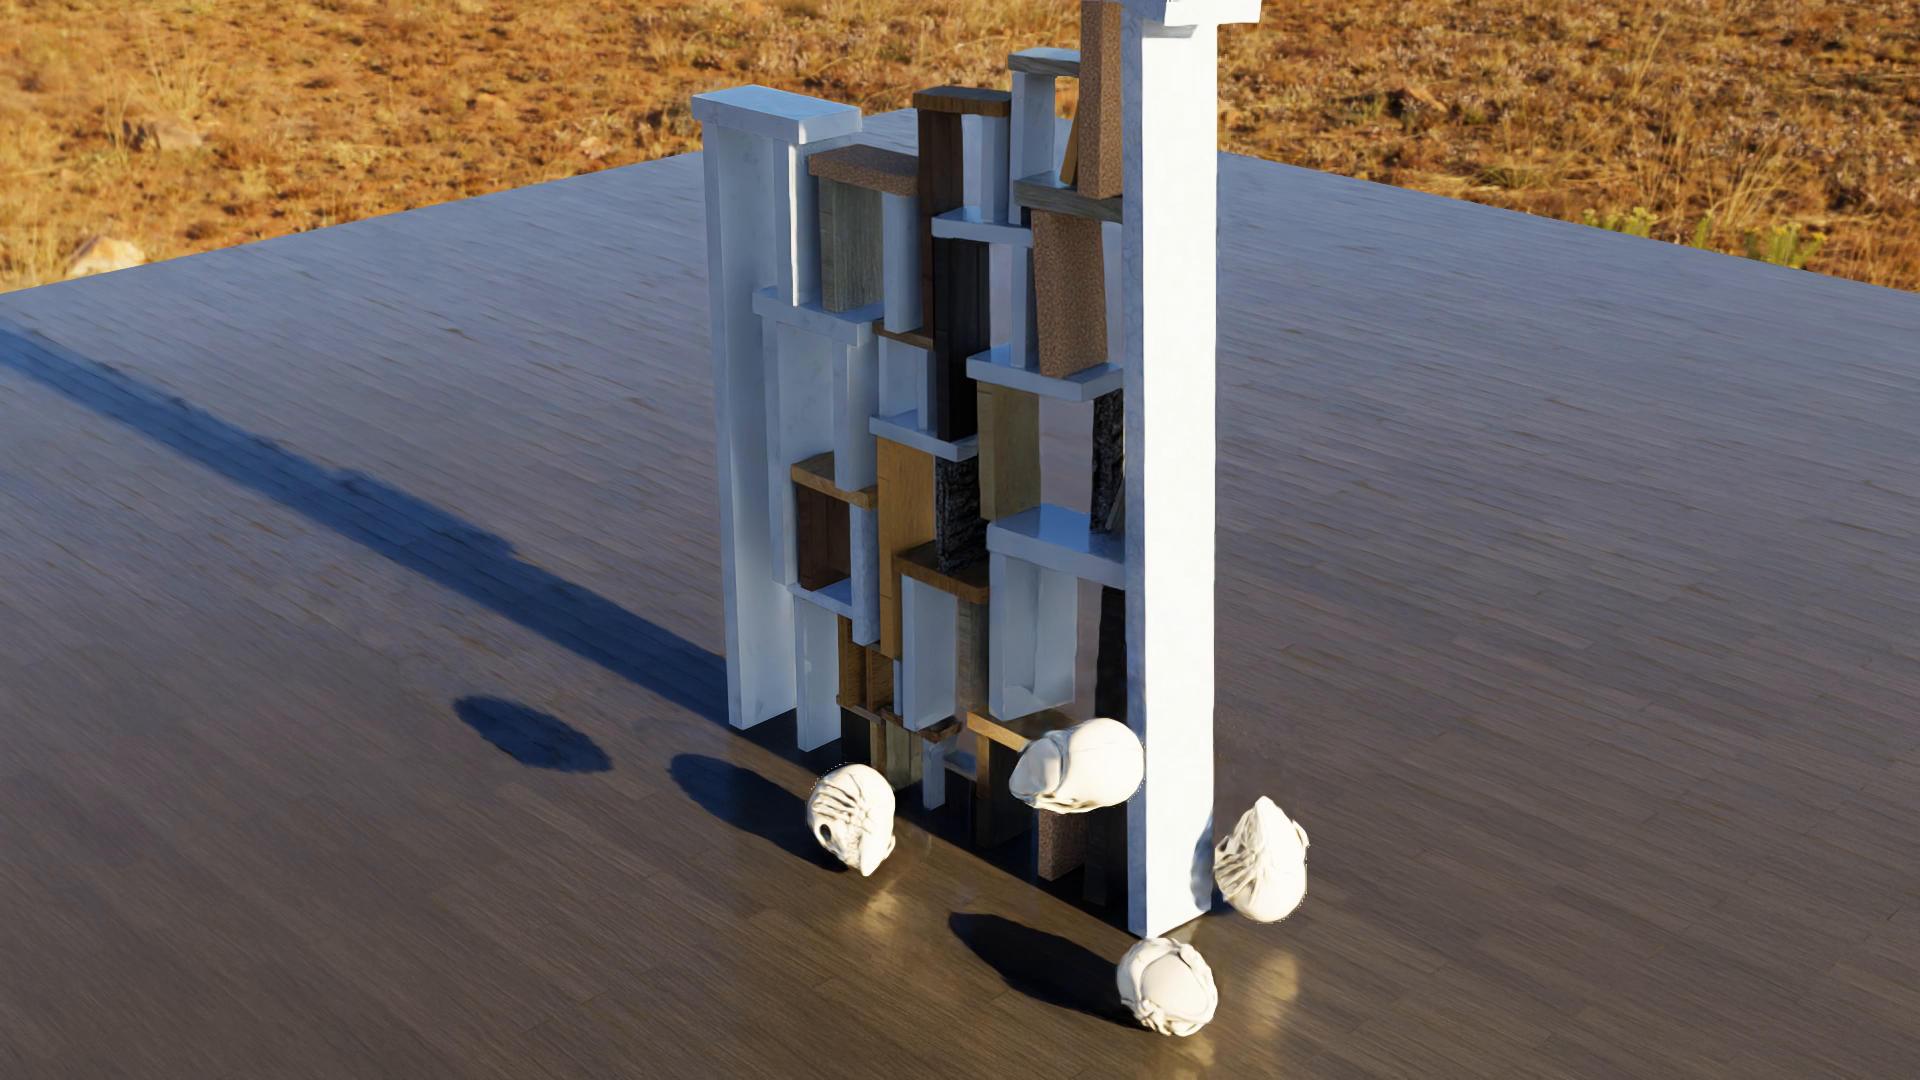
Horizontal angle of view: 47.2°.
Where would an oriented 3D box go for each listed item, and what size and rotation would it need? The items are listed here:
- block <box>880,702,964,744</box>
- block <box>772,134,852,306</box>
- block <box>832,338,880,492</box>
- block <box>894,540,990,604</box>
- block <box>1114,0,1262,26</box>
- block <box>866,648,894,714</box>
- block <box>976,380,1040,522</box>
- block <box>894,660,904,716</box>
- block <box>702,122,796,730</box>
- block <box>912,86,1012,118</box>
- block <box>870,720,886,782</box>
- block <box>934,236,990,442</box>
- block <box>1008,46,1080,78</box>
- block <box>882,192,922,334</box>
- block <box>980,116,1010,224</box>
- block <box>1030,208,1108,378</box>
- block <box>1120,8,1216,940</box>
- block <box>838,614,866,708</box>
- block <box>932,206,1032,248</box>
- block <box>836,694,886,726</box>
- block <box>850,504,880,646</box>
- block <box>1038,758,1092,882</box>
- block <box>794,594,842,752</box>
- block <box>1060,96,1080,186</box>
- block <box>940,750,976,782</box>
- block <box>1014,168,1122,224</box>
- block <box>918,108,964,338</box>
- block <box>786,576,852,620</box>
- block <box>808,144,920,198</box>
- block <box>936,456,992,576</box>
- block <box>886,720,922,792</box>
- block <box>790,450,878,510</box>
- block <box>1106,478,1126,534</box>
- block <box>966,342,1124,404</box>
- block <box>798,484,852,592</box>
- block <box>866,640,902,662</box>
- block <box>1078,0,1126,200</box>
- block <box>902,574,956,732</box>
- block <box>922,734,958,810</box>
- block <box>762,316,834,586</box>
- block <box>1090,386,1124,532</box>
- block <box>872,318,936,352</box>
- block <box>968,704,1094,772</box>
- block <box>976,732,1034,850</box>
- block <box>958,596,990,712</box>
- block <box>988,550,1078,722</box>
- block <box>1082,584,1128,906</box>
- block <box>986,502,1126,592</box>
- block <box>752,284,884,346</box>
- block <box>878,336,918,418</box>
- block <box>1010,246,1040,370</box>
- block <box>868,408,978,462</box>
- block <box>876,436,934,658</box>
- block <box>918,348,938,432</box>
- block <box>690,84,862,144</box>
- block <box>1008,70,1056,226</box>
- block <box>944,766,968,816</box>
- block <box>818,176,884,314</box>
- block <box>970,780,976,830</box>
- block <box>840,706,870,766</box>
[{"bbox_3d":[-0.078,0.364,4.468,0.158,0.022,0.079,21,31,41],"label":"block"},{"bbox_3d":[-0.282,-0.628,4.257,0.045,0.319,0.160,21,31,41],"label":"block"},{"bbox_3d":[-0.176,-0.260,4.302,0.153,0.307,0.043,-21,31,-41],"label":"block"},{"bbox_3d":[-0.006,0.060,4.255,0.231,0.033,0.116,21,30,40],"label":"block"},{"bbox_3d":[0.321,-0.900,3.548,0.172,0.049,0.344,-8,30,-24],"label":"block"},{"bbox_3d":[-0.164,0.279,4.516,0.061,0.147,0.017,-21,31,-41],"label":"block"},{"bbox_3d":[0.092,-0.180,4.108,0.037,0.264,0.132,14,24,40],"label":"block"},{"bbox_3d":[-0.106,0.290,4.458,0.061,0.122,0.017,-21,31,-41],"label":"block"},{"bbox_3d":[-0.432,-0.224,4.592,0.045,1.325,0.160,21,31,41],"label":"block"},{"bbox_3d":[0.020,-0.781,3.910,0.189,0.027,0.094,13,25,31],"label":"block"},{"bbox_3d":[-0.154,0.428,4.576,0.019,0.137,0.068,21,31,41],"label":"block"},{"bbox_3d":[0.006,-0.379,4.062,0.032,0.385,0.112,19,29,40],"label":"block"},{"bbox_3d":[0.185,-0.819,3.774,0.188,0.027,0.094,15,28,36],"label":"block"},{"bbox_3d":[-0.084,-0.528,4.100,0.037,0.263,0.130,20,30,40],"label":"block"},{"bbox_3d":[0.075,-0.669,3.918,0.027,0.189,0.095,15,26,31],"label":"block"},{"bbox_3d":[0.197,-0.451,3.913,0.042,0.297,0.149,11,24,38],"label":"block"},{"bbox_3d":[0.364,-0.079,3.816,0.172,1.662,0.049,-17,24,-38],"label":"block"},{"bbox_3d":[-0.203,0.234,4.546,0.103,0.206,0.029,-21,31,-41],"label":"block"},{"bbox_3d":[0.074,-0.564,3.957,0.225,0.032,0.112,12,25,32],"label":"block"},{"bbox_3d":[-0.187,0.344,4.576,0.137,0.019,0.068,21,31,41],"label":"block"},{"bbox_3d":[-0.165,0.055,4.424,0.033,0.302,0.116,21,31,41],"label":"block"},{"bbox_3d":[0.206,0.518,4.221,0.125,0.249,0.035,-21,31,-41],"label":"block"},{"bbox_3d":[-0.300,0.268,4.666,0.029,0.362,0.103,21,31,41],"label":"block"},{"bbox_3d":[0.228,-0.709,3.784,0.027,0.188,0.094,32,36,27],"label":"block"},{"bbox_3d":[0.019,0.452,4.398,0.108,0.015,0.054,21,31,41],"label":"block"},{"bbox_3d":[0.257,-0.595,3.812,0.297,0.042,0.148,16,27,35],"label":"block"},{"bbox_3d":[-0.033,-0.585,4.028,0.027,0.422,0.094,15,27,35],"label":"block"},{"bbox_3d":[-0.252,0.107,4.545,0.206,0.029,0.103,21,31,41],"label":"block"},{"bbox_3d":[-0.146,-0.690,4.098,0.260,0.037,0.130,21,30,40],"label":"block"},{"bbox_3d":[0.008,-0.061,4.196,0.034,0.237,0.118,20,30,40],"label":"block"},{"bbox_3d":[-0.115,0.433,4.538,0.022,0.158,0.079,21,31,41],"label":"block"},{"bbox_3d":[-0.220,-0.121,4.409,0.231,0.033,0.116,21,31,41],"label":"block"},{"bbox_3d":[0.305,-0.063,4.013,0.051,0.102,0.014,14,10,-35],"label":"block"},{"bbox_3d":[0.155,-0.306,4.008,0.264,0.037,0.132,16,27,37],"label":"block"},{"bbox_3d":[-0.274,-0.020,4.511,0.033,0.231,0.116,21,31,41],"label":"block"},{"bbox_3d":[-0.135,0.214,4.457,0.061,0.017,0.122,-21,31,-41],"label":"block"},{"bbox_3d":[0.277,-0.762,3.708,0.172,0.344,0.049,-21,31,-40],"label":"block"},{"bbox_3d":[-0.061,0.209,4.375,0.033,0.335,0.116,21,30,40],"label":"block"},{"bbox_3d":[-0.040,0.462,4.469,0.022,0.158,0.079,21,31,41],"label":"block"},{"bbox_3d":[-0.321,-0.195,4.487,0.043,0.571,0.153,21,31,41],"label":"block"},{"bbox_3d":[0.284,-0.160,4.055,0.037,0.264,0.132,8,19,23],"label":"block"},{"bbox_3d":[-0.080,-0.392,4.146,0.161,0.023,0.081,20,30,40],"label":"block"},{"bbox_3d":[0.147,0.365,4.216,0.125,0.035,0.249,-21,31,-40],"label":"block"},{"bbox_3d":[0.088,0.473,4.326,0.125,0.249,0.035,-21,31,-41],"label":"block"},{"bbox_3d":[0.049,0.204,4.254,0.033,0.231,0.116,20,30,41],"label":"block"},{"bbox_3d":[0.140,0.162,4.203,0.172,0.345,0.049,-13,24,-33],"label":"block"},{"bbox_3d":[0.311,0.360,4.089,0.049,0.629,0.172,14,21,32],"label":"block"},{"bbox_3d":[0.236,0.012,4.042,0.345,0.049,0.172,17,25,37],"label":"block"},{"bbox_3d":[-0.248,-0.449,4.300,0.307,0.043,0.153,21,31,41],"label":"block"},{"bbox_3d":[-0.119,-0.322,4.216,0.023,0.161,0.081,20,30,40],"label":"block"},{"bbox_3d":[0.139,-0.433,3.968,0.032,0.225,0.112,16,28,34],"label":"block"},{"bbox_3d":[-0.049,-0.208,4.195,0.237,0.034,0.118,21,30,40],"label":"block"},{"bbox_3d":[-0.105,0.001,4.342,0.118,0.465,0.034,-21,31,-40],"label":"block"},{"bbox_3d":[-0.041,-0.293,4.148,0.023,0.161,0.081,21,30,41],"label":"block"},{"bbox_3d":[-0.357,-0.826,4.255,0.319,0.045,0.160,21,31,41],"label":"block"},{"bbox_3d":[0.127,-0.698,3.876,0.027,0.270,0.094,18,29,34],"label":"block"},{"bbox_3d":[-0.006,0.499,4.446,0.015,0.108,0.054,21,31,41],"label":"block"},{"bbox_3d":[-0.206,-0.576,4.209,0.130,0.260,0.037,-21,30,-41],"label":"block"},{"bbox_3d":[0.045,0.519,4.399,0.015,0.108,0.054,21,31,41],"label":"block"},{"bbox_3d":[-0.219,0.403,4.636,0.019,0.137,0.068,21,31,41],"label":"block"}]
